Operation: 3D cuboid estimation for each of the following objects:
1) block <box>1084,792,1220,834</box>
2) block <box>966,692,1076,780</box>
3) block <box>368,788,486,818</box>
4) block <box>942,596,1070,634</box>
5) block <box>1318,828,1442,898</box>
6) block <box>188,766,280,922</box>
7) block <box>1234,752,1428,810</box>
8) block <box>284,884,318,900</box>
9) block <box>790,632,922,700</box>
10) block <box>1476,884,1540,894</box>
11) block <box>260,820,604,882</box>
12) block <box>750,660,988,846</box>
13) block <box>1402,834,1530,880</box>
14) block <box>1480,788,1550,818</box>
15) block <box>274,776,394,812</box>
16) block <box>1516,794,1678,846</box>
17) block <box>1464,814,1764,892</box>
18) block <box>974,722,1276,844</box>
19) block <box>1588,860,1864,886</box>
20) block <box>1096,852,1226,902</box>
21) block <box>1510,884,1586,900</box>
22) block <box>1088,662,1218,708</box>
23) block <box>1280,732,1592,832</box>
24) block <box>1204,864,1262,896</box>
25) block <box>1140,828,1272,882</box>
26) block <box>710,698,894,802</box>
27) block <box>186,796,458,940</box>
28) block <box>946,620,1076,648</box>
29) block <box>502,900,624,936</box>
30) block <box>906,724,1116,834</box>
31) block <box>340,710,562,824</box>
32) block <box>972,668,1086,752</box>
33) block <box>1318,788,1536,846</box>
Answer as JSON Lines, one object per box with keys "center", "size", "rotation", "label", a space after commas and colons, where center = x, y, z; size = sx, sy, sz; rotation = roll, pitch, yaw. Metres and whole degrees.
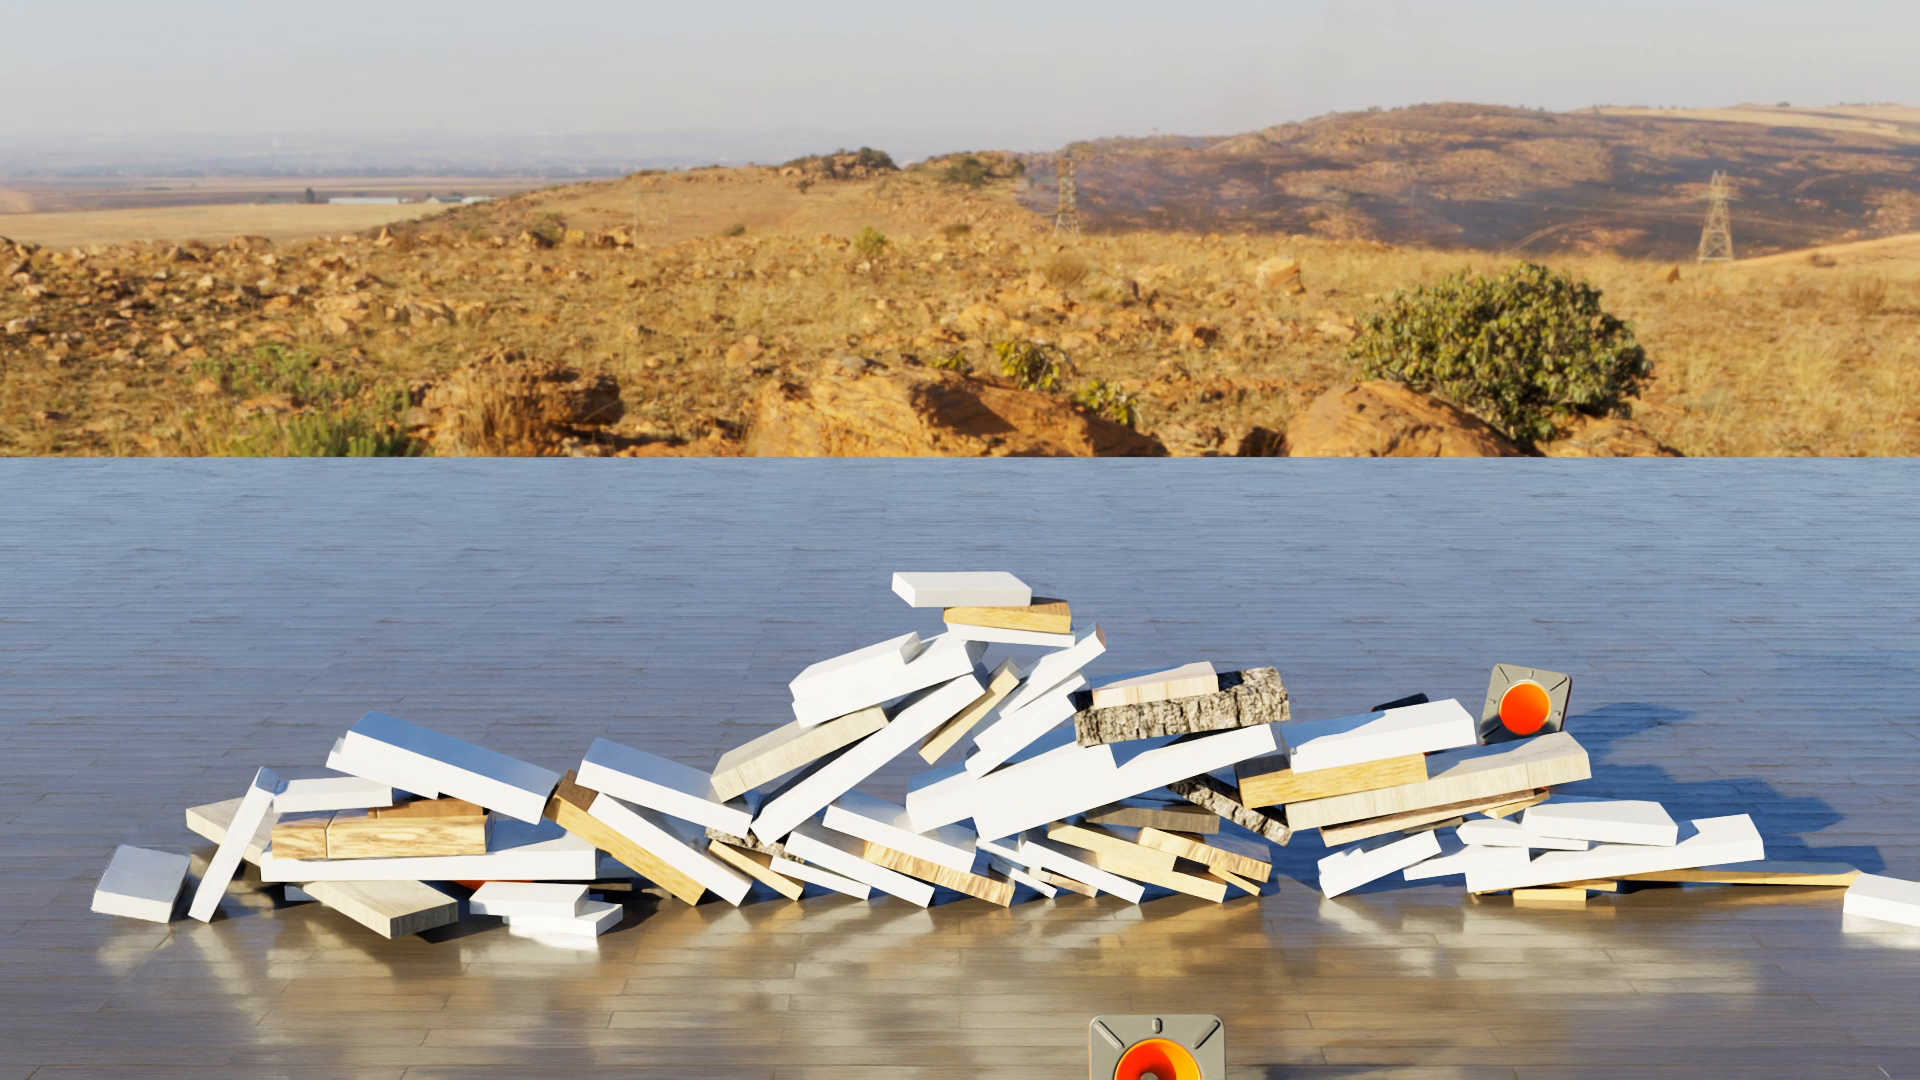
{"center": [0.316, 0.447, 3.646], "size": [0.217, 0.031, 0.108], "rotation": [6, 9, -1], "label": "block"}
{"center": [0.100, 0.314, 3.611], "size": [0.201, 0.028, 0.100], "rotation": [-35, 7, 7], "label": "block"}
{"center": [-0.875, 0.431, 3.624], "size": [0.183, 0.026, 0.091], "rotation": [-1, 10, -7], "label": "block"}
{"center": [0.075, 0.115, 3.566], "size": [0.202, 0.029, 0.101], "rotation": [5, 14, -3], "label": "block"}
{"center": [0.699, 0.528, 3.670], "size": [0.203, 0.029, 0.102], "rotation": [-25, 9, 12], "label": "block"}
{"center": [-1.179, 0.494, 3.577], "size": [0.033, 0.236, 0.118], "rotation": [27, 3, -16], "label": "block"}
{"center": [0.609, 0.382, 3.636], "size": [0.299, 0.042, 0.149], "rotation": [-10, 8, 4], "label": "block"}
{"center": [-1.029, 0.577, 3.673], "size": [0.171, 0.024, 0.085], "rotation": [0, 11, 2], "label": "block"}
{"center": [-0.170, 0.206, 3.601], "size": [0.202, 0.029, 0.101], "rotation": [-19, 9, 19], "label": "block"}
{"center": [0.915, 0.566, 3.672], "size": [0.115, 0.016, 0.058], "rotation": [-10, 10, 5], "label": "block"}
{"center": [-0.864, 0.513, 3.642], "size": [0.535, 0.047, 0.167], "rotation": [0, 10, -3], "label": "block"}
{"center": [-0.147, 0.342, 3.626], "size": [0.444, 0.043, 0.153], "rotation": [-36, 7, 8], "label": "block"}
{"center": [0.838, 0.522, 3.669], "size": [0.203, 0.029, 0.102], "rotation": [-9, 11, 7], "label": "block"}
{"center": [0.912, 0.431, 3.622], "size": [0.105, 0.014, 0.049], "rotation": [-17, 12, -20], "label": "block"}
{"center": [-1.017, 0.412, 3.577], "size": [0.183, 0.026, 0.091], "rotation": [-2, 10, -12], "label": "block"}
{"center": [1.046, 0.459, 3.624], "size": [0.237, 0.034, 0.118], "rotation": [4, 13, 2], "label": "block"}
{"center": [1.072, 0.517, 3.634], "size": [0.469, 0.034, 0.118], "rotation": [-8, 12, 11], "label": "block"}
{"center": [0.266, 0.377, 3.633], "size": [0.499, 0.049, 0.171], "rotation": [-18, 9, 3], "label": "block"}
{"center": [1.273, 0.557, 3.704], "size": [0.504, 0.019, 0.067], "rotation": [3, 10, -8], "label": "block"}
{"center": [0.334, 0.546, 3.669], "size": [0.211, 0.030, 0.105], "rotation": [16, 10, -3], "label": "block"}
{"center": [0.979, 0.582, 3.667], "size": [0.115, 0.016, 0.058], "rotation": [1, 11, 4], "label": "block"}
{"center": [0.316, 0.237, 3.610], "size": [0.202, 0.029, 0.101], "rotation": [-8, 10, 1], "label": "block"}
{"center": [0.775, 0.397, 3.626], "size": [0.489, 0.042, 0.149], "rotation": [-11, 8, 4], "label": "block"}
{"center": [0.457, 0.560, 3.674], "size": [0.097, 0.014, 0.049], "rotation": [26, 10, 9], "label": "block"}
{"center": [0.406, 0.506, 3.653], "size": [0.217, 0.031, 0.108], "rotation": [17, 10, 2], "label": "block"}
{"center": [-0.260, 0.332, 3.655], "size": [0.305, 0.043, 0.153], "rotation": [-25, 8, 6], "label": "block"}
{"center": [-1.089, 0.542, 3.705], "size": [0.118, 0.033, 0.753], "rotation": [-9, 14, -41], "label": "block"}
{"center": [0.082, 0.140, 3.587], "size": [0.200, 0.028, 0.100], "rotation": [4, 14, -6], "label": "block"}
{"center": [-0.639, 0.602, 3.538], "size": [0.171, 0.024, 0.086], "rotation": [4, 11, 21], "label": "block"}
{"center": [0.083, 0.387, 3.638], "size": [0.343, 0.049, 0.171], "rotation": [-18, 9, 3], "label": "block"}
{"center": [-0.835, 0.373, 3.626], "size": [0.334, 0.047, 0.167], "rotation": [20, 6, -4], "label": "block"}
{"center": [0.112, 0.269, 3.613], "size": [0.202, 0.029, 0.101], "rotation": [-35, 7, 5], "label": "block"}
{"center": [0.768, 0.442, 3.646], "size": [0.347, 0.028, 0.098], "rotation": [-14, 7, 4], "label": "block"}
